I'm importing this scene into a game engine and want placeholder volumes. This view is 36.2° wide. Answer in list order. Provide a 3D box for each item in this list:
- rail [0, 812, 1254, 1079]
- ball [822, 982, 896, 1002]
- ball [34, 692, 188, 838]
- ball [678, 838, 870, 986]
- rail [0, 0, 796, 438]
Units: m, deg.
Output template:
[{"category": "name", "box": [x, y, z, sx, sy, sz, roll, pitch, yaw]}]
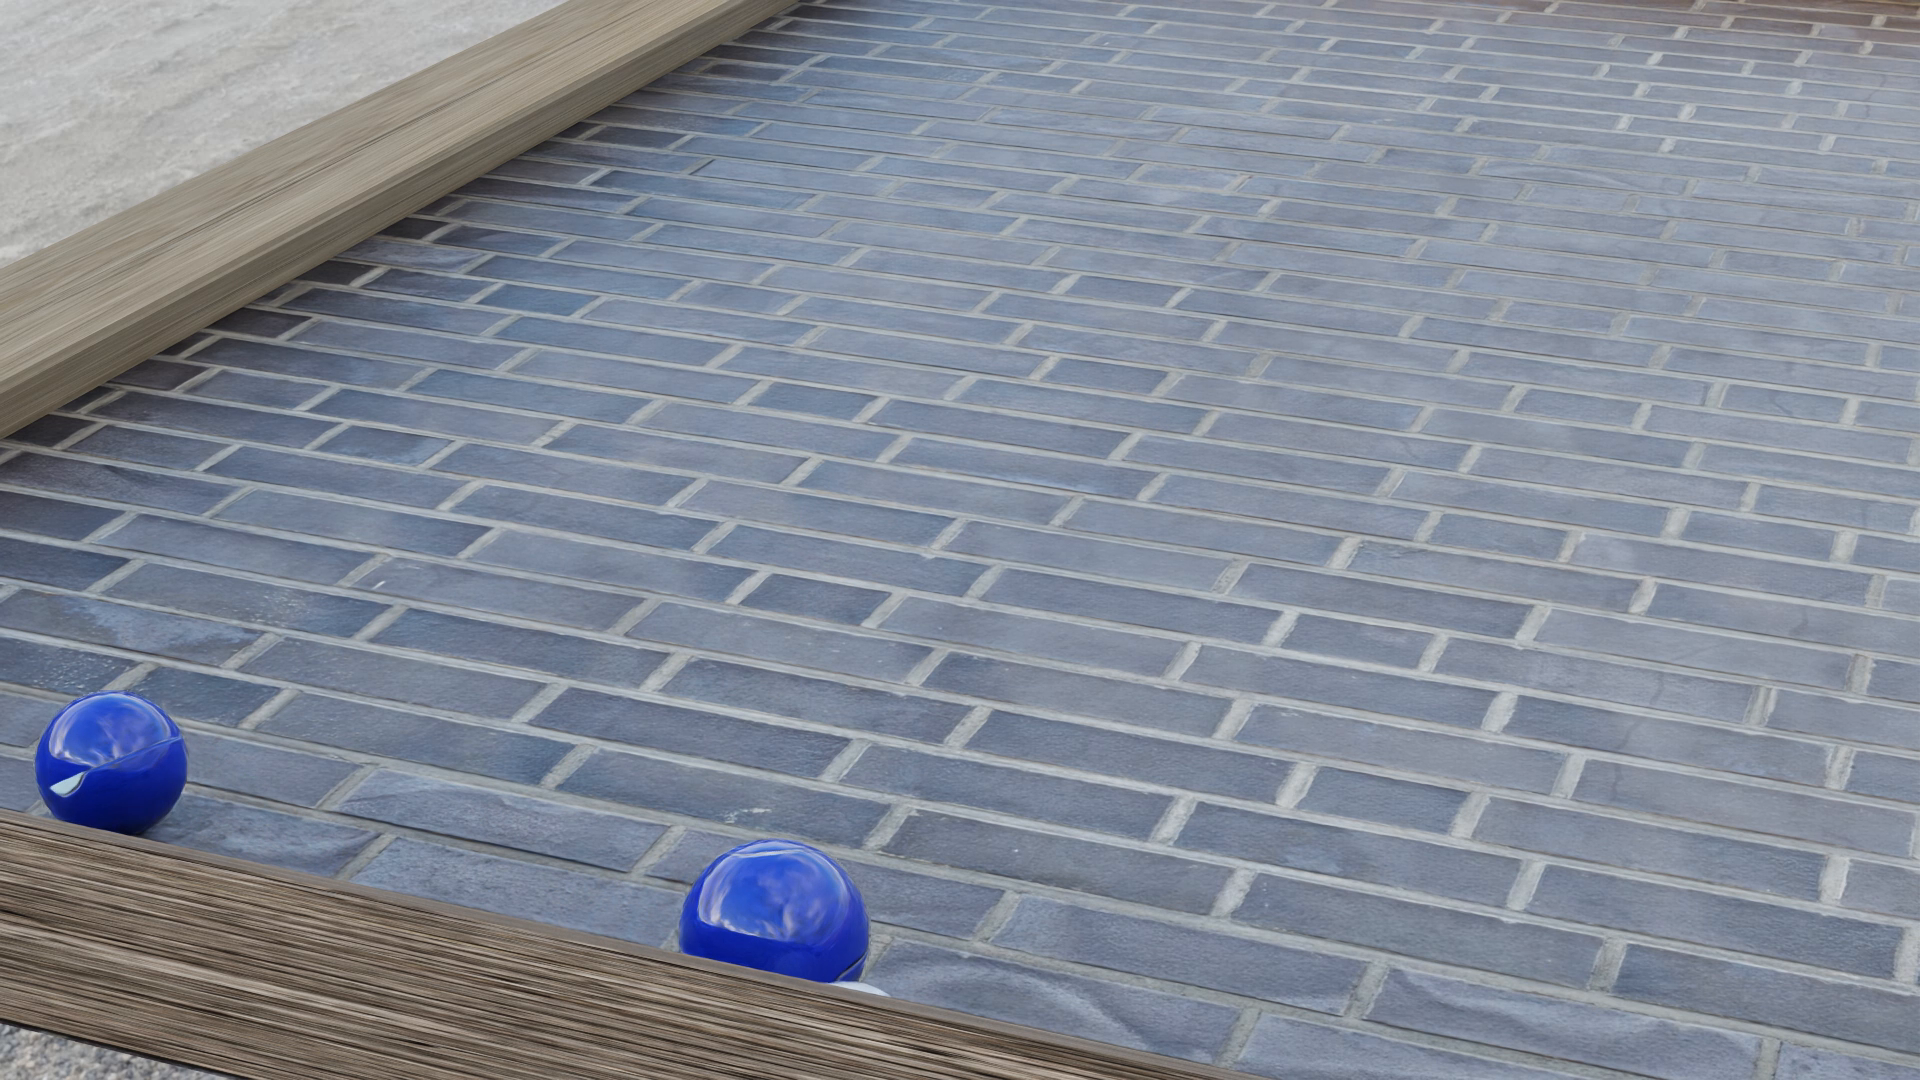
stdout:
[{"category": "rail", "box": [-0.227, 0.217, 1.394, 1.543, 0.125, 0.045, 9, 25, 19]}, {"category": "ball", "box": [-0.055, 0.246, 1.395, 0.072, 0.072, 0.072, 0, 24, 0]}, {"category": "ball", "box": [-0.476, 0.126, 1.651, 0.083, 0.083, 0.083, 0, 24, 0]}, {"category": "ball", "box": [-0.093, 0.198, 1.474, 0.096, 0.096, 0.096, 0, 24, 0]}, {"category": "rail", "box": [-0.463, -0.380, 2.736, 0.045, 0.125, 2.621, 9, 25, 19]}]
